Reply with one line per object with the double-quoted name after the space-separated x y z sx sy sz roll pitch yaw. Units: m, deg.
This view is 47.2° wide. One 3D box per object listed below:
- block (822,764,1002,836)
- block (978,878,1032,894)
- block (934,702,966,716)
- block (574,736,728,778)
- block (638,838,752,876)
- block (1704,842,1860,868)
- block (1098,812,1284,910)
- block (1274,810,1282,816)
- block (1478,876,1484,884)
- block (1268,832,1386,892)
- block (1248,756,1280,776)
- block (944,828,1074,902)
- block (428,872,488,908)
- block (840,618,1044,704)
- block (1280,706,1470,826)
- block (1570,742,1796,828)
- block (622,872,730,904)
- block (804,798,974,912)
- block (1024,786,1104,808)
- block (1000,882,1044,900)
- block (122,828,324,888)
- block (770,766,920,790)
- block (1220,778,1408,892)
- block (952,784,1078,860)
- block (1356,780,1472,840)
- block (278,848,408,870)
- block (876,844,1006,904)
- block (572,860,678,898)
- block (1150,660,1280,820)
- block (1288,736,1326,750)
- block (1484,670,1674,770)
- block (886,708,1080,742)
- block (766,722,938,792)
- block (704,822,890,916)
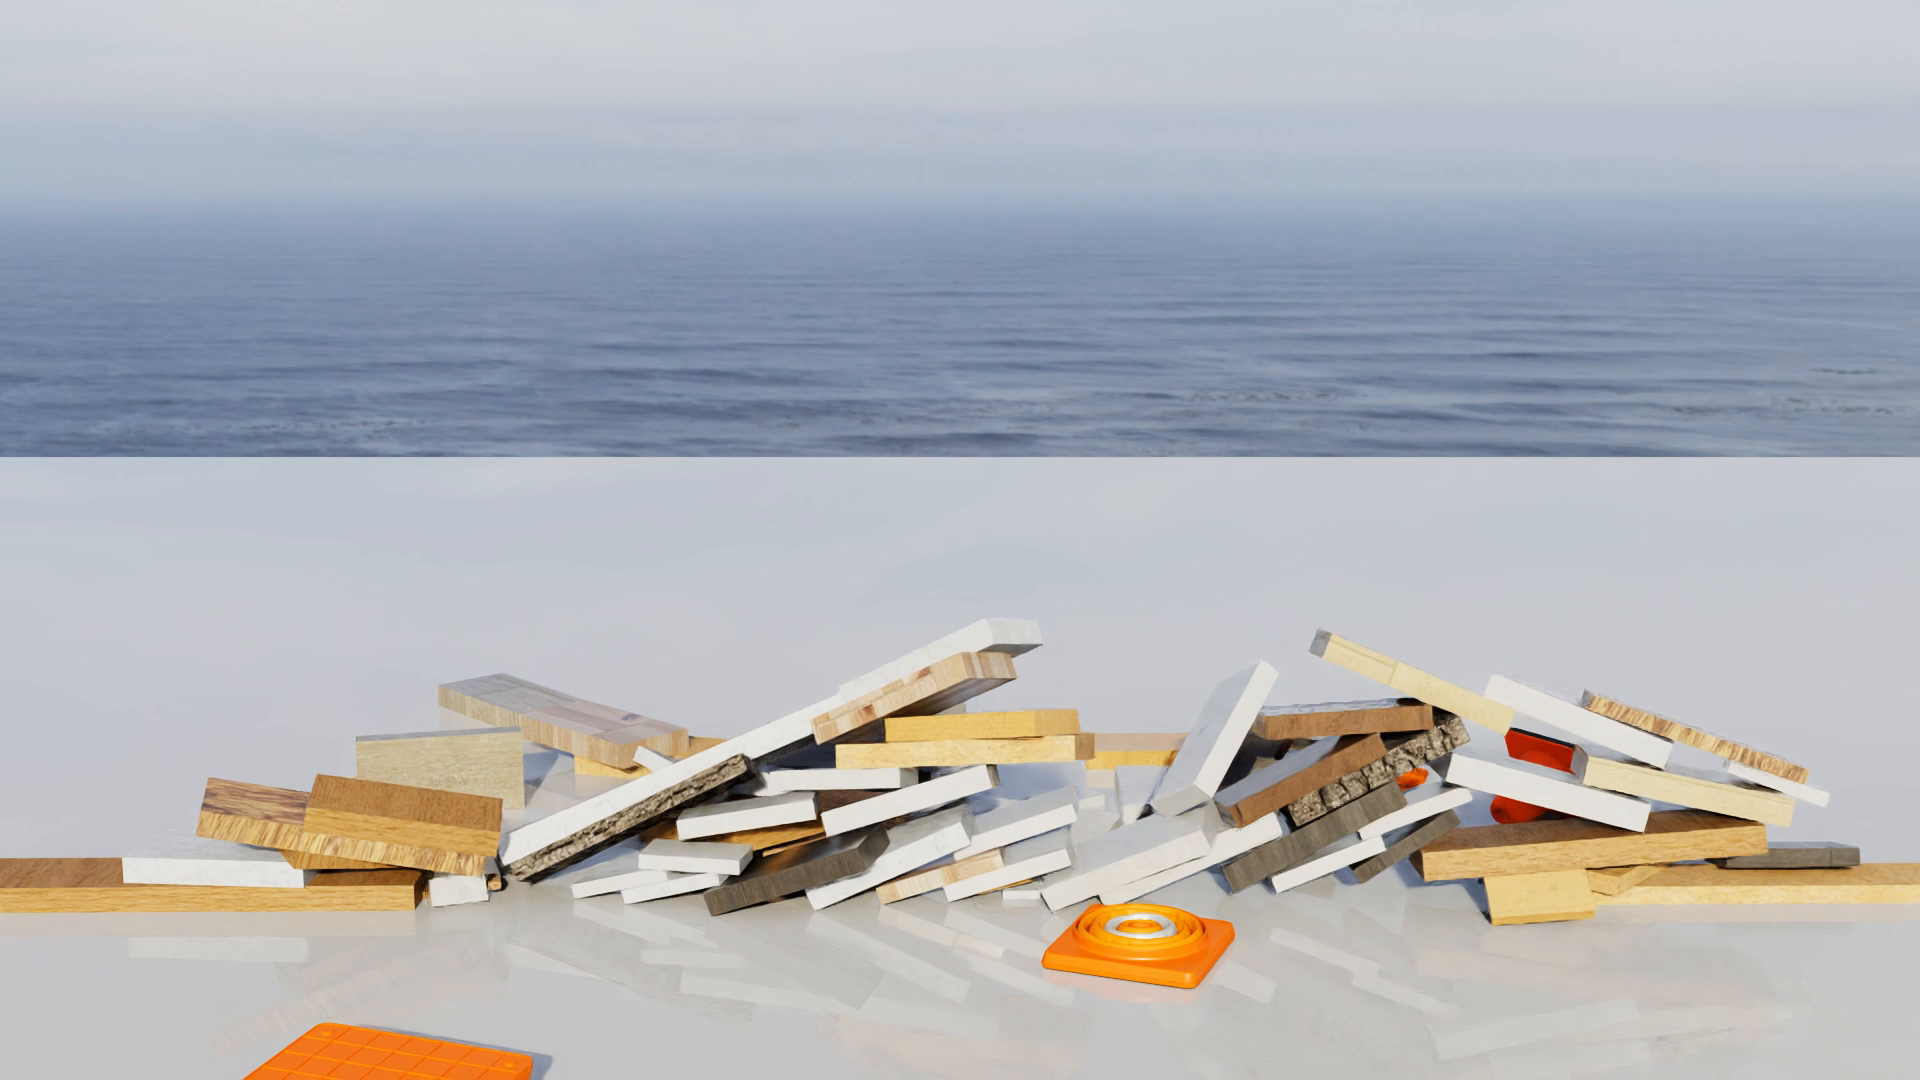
-0.078 0.427 3.625 0.281 0.040 0.140 -17 -7 6 "block"
0.068 0.569 3.670 0.094 0.013 0.047 -12 8 -11 "block"
-0.041 0.331 4.666 0.041 0.146 0.292 3 11 14 "block"
-0.581 0.434 4.383 0.330 0.047 0.165 3 11 17 "block"
-0.433 0.519 3.609 0.169 0.024 0.085 2 11 10 "block"
1.387 0.532 3.717 0.222 0.031 0.111 0 -3 0 "block"
0.370 0.508 3.657 0.315 0.045 0.158 -23 11 2 "block"
0.536 0.487 3.962 0.270 0.038 0.135 -12 10 4 "block"
0.939 0.546 3.658 0.081 0.023 0.161 8 16 43 "block"
0.602 0.526 3.632 0.191 0.027 0.095 -22 3 2 "block"
0.652 0.472 4.052 0.255 0.036 0.127 5 40 27 "block"
0.081 0.538 3.648 0.212 0.030 0.106 -18 9 8 "block"
-0.826 0.576 3.617 0.091 0.045 0.013 -4 -13 -22 "block"
-0.032 0.213 3.725 0.318 0.045 0.159 -26 -16 29 "block"
0.674 0.372 3.636 0.315 0.045 0.157 -26 2 -1 "block"
1.194 0.404 3.648 0.330 0.047 0.165 12 5 8 "block"
-0.465 0.562 3.635 0.169 0.024 0.085 -13 7 13 "block"
-0.114 0.518 3.636 0.281 0.040 0.140 -24 8 7 "block"
0.197 0.491 4.147 0.137 0.019 0.068 -6 12 -30 "block"
0.116 0.584 3.666 0.094 0.013 0.047 -1 10 -4 "block"
-1.210 0.528 3.652 0.302 0.043 0.151 1 11 5 "block"
-0.193 0.400 3.687 0.225 0.032 0.112 -3 -5 15 "block"
0.578 0.475 3.638 0.315 0.045 0.157 -28 2 4 "block"
0.091 0.468 3.646 0.212 0.030 0.106 -19 9 7 "block"
0.742 0.442 3.629 0.191 0.027 0.095 -21 3 3 "block"
-0.988 0.497 3.674 0.300 0.042 0.150 6 14 -37 "block"
-0.030 0.543 3.653 0.212 0.030 0.106 -18 9 6 "block"
-0.552 0.557 3.658 0.169 0.024 0.085 -13 7 14 "block"
0.418 0.326 3.607 0.273 0.039 0.136 -56 10 -33 "block"
0.686 0.404 4.490 0.183 0.026 0.091 7 12 -27 "block"
1.038 0.298 3.684 0.307 0.043 0.153 22 6 18 "block"
0.036 0.307 3.630 0.288 0.041 0.144 -6 -6 33 "block"
-0.220 0.427 4.311 0.354 0.050 0.177 1 23 7 "block"
-0.265 0.536 3.587 0.281 0.040 0.140 -19 5 17 "block"
